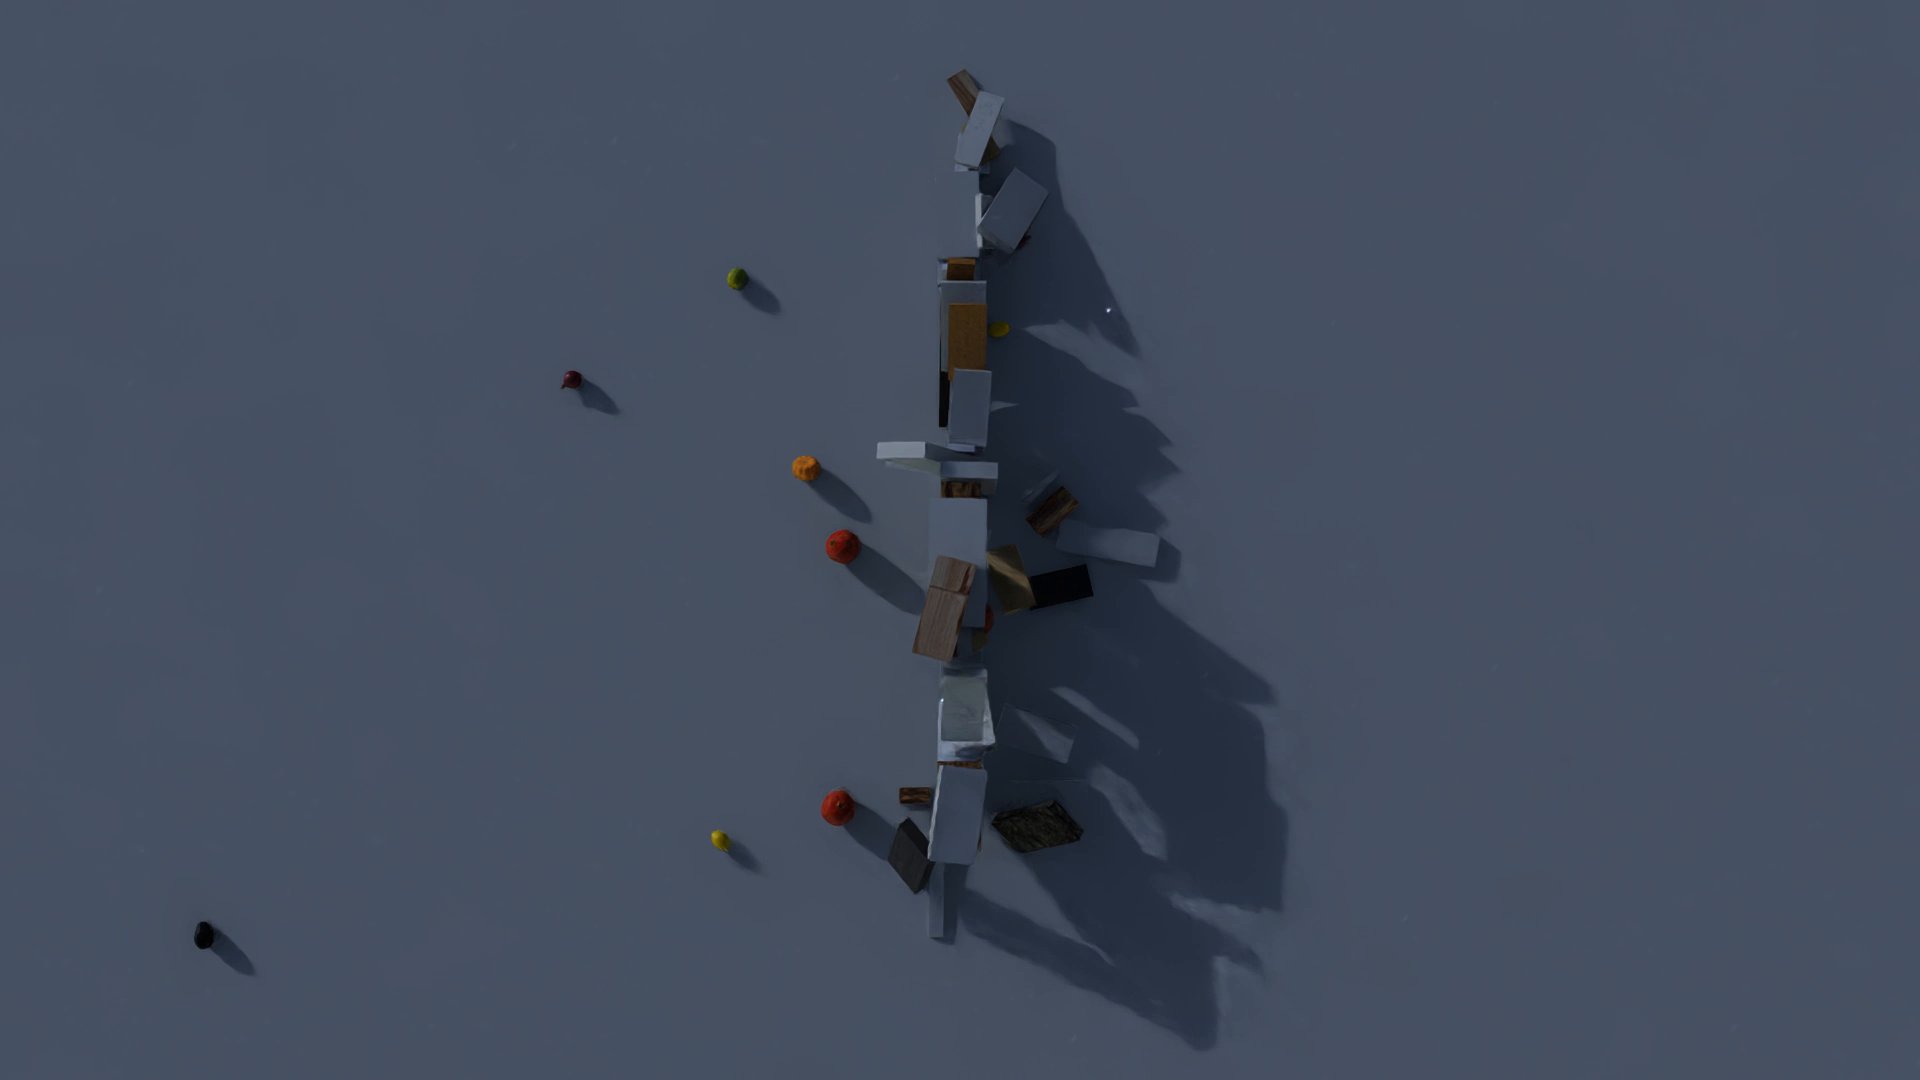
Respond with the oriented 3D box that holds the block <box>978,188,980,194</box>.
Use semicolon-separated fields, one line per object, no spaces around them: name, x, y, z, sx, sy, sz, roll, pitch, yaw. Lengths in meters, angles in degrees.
block;0.013;-1.031;5.488;0.087;0.025;0.370;3;90;0

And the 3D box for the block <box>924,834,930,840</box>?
block;-0.091;1.031;5.493;0.051;0.014;0.102;-1;90;0

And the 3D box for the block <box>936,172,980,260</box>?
block;-0.009;-1.066;5.416;0.140;0.040;0.281;-1;90;0

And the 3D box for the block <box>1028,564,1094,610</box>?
block;0.325;0.157;5.485;0.217;0.031;0.108;-13;90;0

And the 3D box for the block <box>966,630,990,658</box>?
block;0.045;0.324;5.163;0.090;0.013;0.045;-34;90;0

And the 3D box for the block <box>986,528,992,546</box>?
block;0.036;0.037;5.197;0.083;0.023;0.166;17;89;0

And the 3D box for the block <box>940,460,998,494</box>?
block;0.029;-0.199;5.318;0.180;0.359;0.051;2;84;1

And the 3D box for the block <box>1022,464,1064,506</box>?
block;0.275;-0.182;5.459;0.023;0.083;0.166;45;90;0

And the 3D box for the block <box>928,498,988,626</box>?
block;-0.008;0.070;5.152;0.180;0.051;0.399;1;86;0

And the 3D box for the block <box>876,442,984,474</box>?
block;-0.091;-0.261;5.299;0.180;0.359;0.051;1;85;32

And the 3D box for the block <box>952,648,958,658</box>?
block;-0.033;0.324;5.163;0.045;0.013;0.090;-4;90;0

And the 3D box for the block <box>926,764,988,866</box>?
block;-0.009;0.867;5.198;0.149;0.042;0.298;9;84;-14

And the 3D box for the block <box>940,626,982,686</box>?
block;0.004;0.325;5.188;0.135;0.038;0.269;0;90;0

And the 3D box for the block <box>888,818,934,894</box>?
block;-0.154;1.027;5.342;0.042;0.298;0.149;-32;68;-27

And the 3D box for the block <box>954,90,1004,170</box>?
block;0.062;-1.347;5.423;0.085;0.024;0.259;19;79;3

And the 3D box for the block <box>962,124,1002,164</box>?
block;0.070;-1.317;5.440;0.072;0.020;0.143;-27;81;-6

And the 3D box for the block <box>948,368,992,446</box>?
block;0.033;-0.426;5.308;0.121;0.034;0.242;4;104;-2

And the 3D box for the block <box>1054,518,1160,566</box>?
block;0.490;0.008;5.485;0.337;0.031;0.108;10;90;0

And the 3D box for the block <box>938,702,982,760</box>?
block;-0.001;0.658;5.394;0.141;0.040;0.282;0;50;0

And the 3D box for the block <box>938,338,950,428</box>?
block;0.005;-0.515;5.429;0.144;0.041;0.289;1;111;0

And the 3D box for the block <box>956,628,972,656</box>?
block;0.013;0.319;5.150;0.045;0.013;0.090;-3;89;1

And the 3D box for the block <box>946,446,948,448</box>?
block;0.008;-0.365;5.423;0.092;0.026;0.185;4;111;-1

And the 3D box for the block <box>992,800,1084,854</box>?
block;0.250;0.934;5.357;0.149;0.298;0.042;48;51;-15

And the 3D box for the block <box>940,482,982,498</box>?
block;0.000;-0.055;5.227;0.127;0.036;0.254;2;90;0

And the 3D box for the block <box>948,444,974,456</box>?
block;0.003;-0.288;5.350;0.085;0.170;0.024;4;85;-1

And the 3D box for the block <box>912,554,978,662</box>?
block;-0.048;0.212;5.099;0.126;0.036;0.315;15;86;1

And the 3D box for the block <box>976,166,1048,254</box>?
block;0.172;-1.079;5.404;0.140;0.040;0.281;34;61;-10

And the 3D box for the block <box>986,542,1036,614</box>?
block;0.166;0.128;5.450;0.108;0.031;0.217;-19;72;0

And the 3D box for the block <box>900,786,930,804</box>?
block;-0.150;0.850;5.493;0.102;0.014;0.051;-1;90;0

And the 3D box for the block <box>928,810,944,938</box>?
block;-0.078;1.111;5.480;0.051;0.014;0.423;1;93;0

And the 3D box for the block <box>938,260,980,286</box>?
block;-0.001;-0.981;5.455;0.140;0.040;0.281;1;90;0

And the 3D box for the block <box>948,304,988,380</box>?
block;0.024;-0.635;5.289;0.121;0.034;0.242;1;104;-1

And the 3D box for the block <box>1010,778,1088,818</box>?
block;0.297;0.863;5.482;0.252;0.036;0.126;-2;90;0

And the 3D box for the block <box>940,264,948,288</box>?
block;-0.019;-0.836;5.420;0.087;0.175;0.025;2;56;-1

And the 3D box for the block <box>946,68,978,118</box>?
block;0.023;-1.487;5.490;0.072;0.020;0.143;-32;90;0

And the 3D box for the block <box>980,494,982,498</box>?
block;0.004;-0.107;5.372;0.127;0.254;0.036;1;76;0

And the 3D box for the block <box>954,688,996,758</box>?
block;0.035;0.575;5.398;0.135;0.038;0.269;-11;51;2

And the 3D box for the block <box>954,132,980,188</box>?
block;0.030;-1.260;5.471;0.087;0.025;0.175;6;79;0

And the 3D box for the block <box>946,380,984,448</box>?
block;0.023;-0.422;5.363;0.121;0.034;0.242;4;95;-1

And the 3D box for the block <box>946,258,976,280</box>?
block;-0.001;-0.847;5.359;0.085;0.171;0.024;3;56;-4

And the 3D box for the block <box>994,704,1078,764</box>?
block;0.251;0.643;5.482;0.252;0.036;0.126;18;91;-1

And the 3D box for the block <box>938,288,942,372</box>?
block;0.004;-0.684;5.404;0.144;0.041;0.289;1;123;0

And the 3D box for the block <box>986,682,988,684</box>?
block;0.044;0.445;5.302;0.091;0.013;0.045;-2;87;-29

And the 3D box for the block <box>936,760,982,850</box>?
block;-0.002;0.846;5.260;0.141;0.040;0.282;0;87;-2

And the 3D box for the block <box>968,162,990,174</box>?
block;0.056;-1.280;5.453;0.072;0.020;0.143;-4;79;-2

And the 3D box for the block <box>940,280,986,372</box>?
block;0.011;-0.689;5.321;0.144;0.041;0.289;0;109;0

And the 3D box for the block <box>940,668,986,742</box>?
block;0.011;0.520;5.189;0.135;0.038;0.269;2;126;-1

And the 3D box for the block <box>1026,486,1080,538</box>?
block;0.307;-0.094;5.471;0.166;0.023;0.083;-42;64;0

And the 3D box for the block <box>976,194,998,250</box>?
block;0.090;-1.044;5.410;0.024;0.085;0.170;-1;93;40
